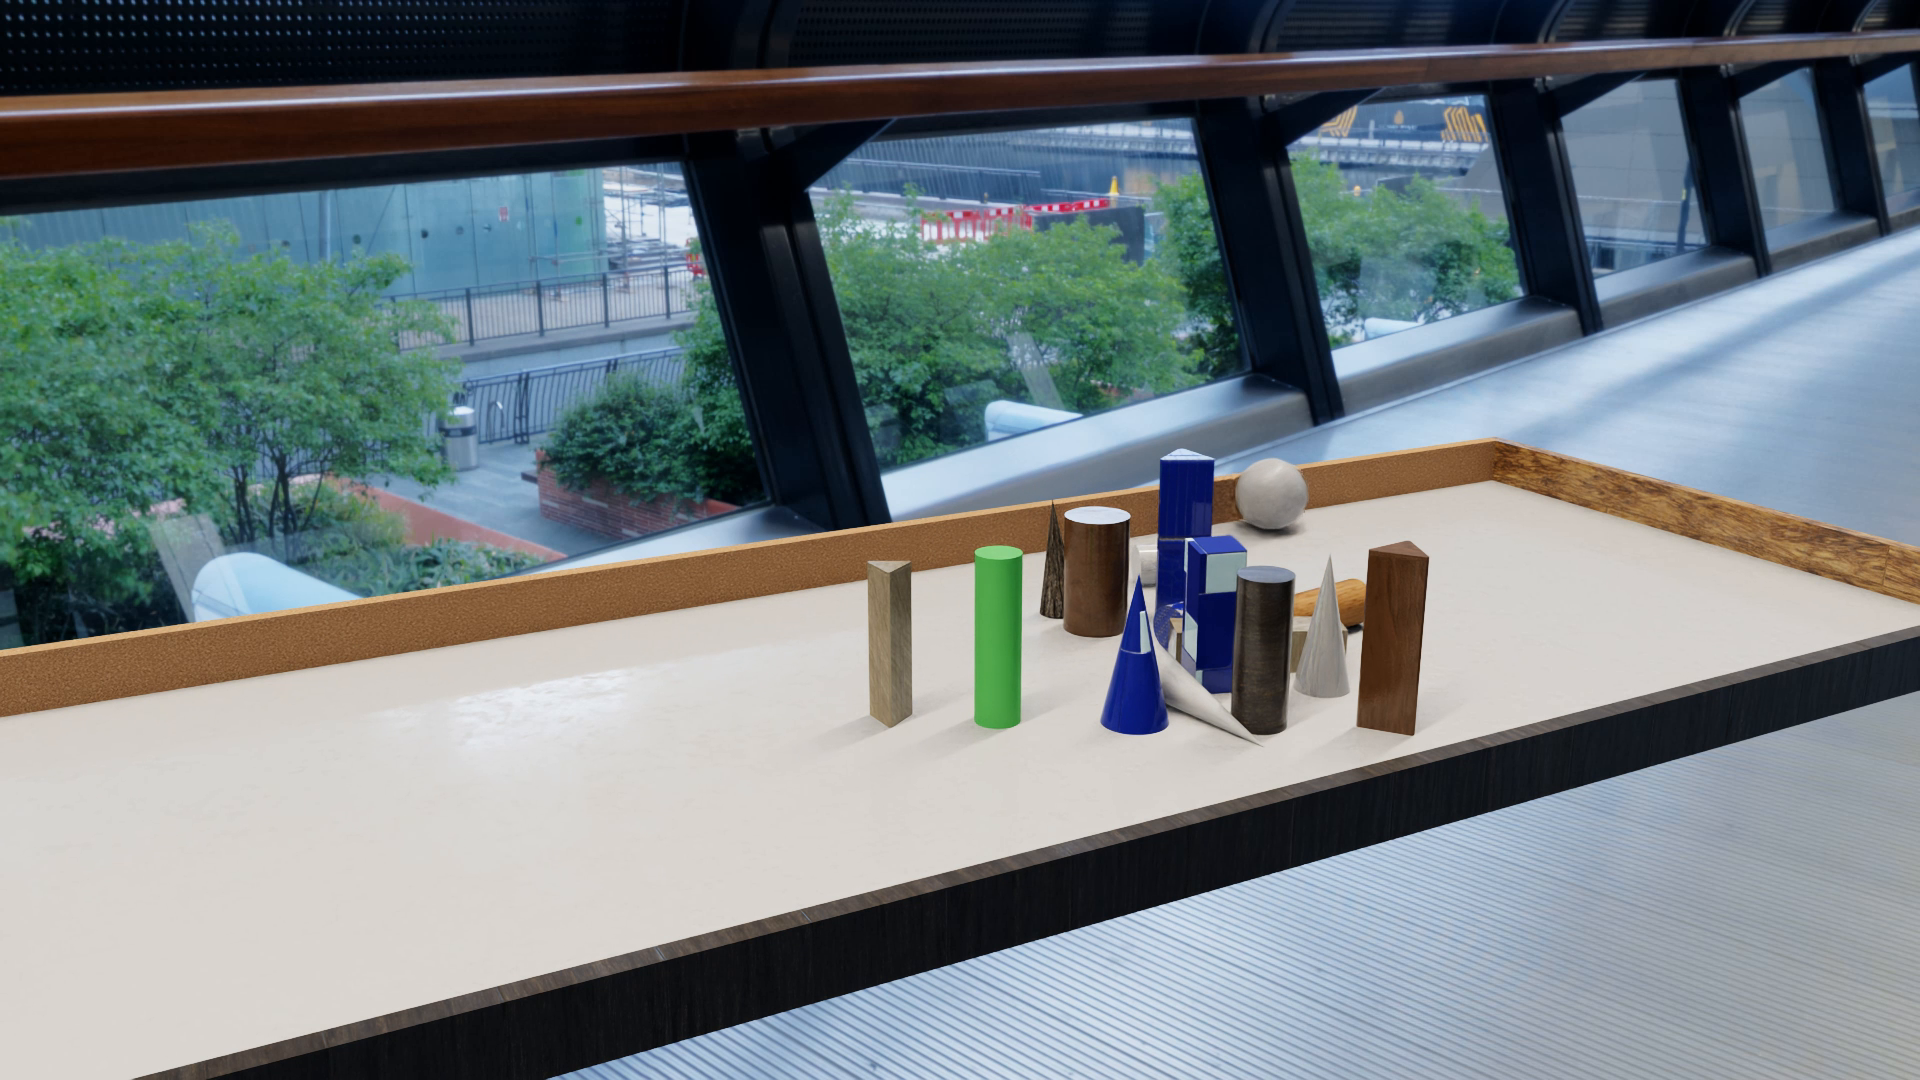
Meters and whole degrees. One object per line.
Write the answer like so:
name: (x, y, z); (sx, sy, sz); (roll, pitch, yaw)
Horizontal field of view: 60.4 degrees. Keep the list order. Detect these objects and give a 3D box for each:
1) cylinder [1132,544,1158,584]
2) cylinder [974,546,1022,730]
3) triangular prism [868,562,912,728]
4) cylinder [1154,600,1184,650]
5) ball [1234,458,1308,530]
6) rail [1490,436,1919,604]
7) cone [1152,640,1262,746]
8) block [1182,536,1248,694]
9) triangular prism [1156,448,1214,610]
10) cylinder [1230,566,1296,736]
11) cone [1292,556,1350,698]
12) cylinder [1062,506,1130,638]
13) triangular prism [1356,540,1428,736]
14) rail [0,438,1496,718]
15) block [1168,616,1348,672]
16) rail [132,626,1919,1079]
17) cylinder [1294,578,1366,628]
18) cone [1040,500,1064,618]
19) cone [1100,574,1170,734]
cylinder: (0.675, 0.068, 4.916); (0.309, 0.117, 0.117); (-2, 17, -8)
cylinder: (0.089, 0.227, 3.846); (0.110, 0.414, 0.110); (0, 16, 0)
triangular prism: (-0.152, 0.239, 3.867); (0.086, 0.381, 0.100); (-10, 19, -30)
cylinder: (0.673, 0.208, 4.423); (0.305, 0.126, 0.126); (-12, 20, -35)
ball: (1.028, -0.151, 5.451); (0.236, 0.236, 0.236); (0, 16, 0)
rail: (2.466, -0.048, 5.253); (0.050, 0.150, 2.100); (-9, 18, -27)
cone: (0.574, 0.391, 3.910); (0.131, 0.131, 0.441); (-11, 28, -32)
block: (0.623, 0.185, 4.060); (0.118, 0.368, 0.118); (-4, 19, -9)
triangular prism: (0.617, -0.018, 4.602); (0.146, 0.458, 0.126); (0, 16, -1)
cylinder: (0.702, 0.256, 3.828); (0.133, 0.370, 0.133); (0, 16, 0)
cone: (0.900, 0.199, 4.056); (0.141, 0.351, 0.141); (0, 16, 0)
cylinder: (0.371, 0.086, 4.495); (0.177, 0.319, 0.177); (0, 16, 0)
triangular prism: (1.014, 0.223, 3.830); (0.132, 0.432, 0.115); (8, 18, 25)
rail: (-3.305, 0.497, 3.399); (12.000, 0.150, 0.050); (-9, 18, -27)
block: (0.762, 0.270, 4.239); (0.436, 0.112, 0.112); (-1, 16, -2)
rail: (-2.336, 1.006, 1.665); (12.000, 0.150, 0.050); (-9, 18, -27)
cylinder: (0.967, 0.195, 4.468); (0.316, 0.126, 0.126); (-12, 20, -35)
cone: (0.268, 0.043, 4.613); (0.113, 0.328, 0.113); (-4, 15, 1)
cone: (0.412, 0.252, 3.845); (0.164, 0.368, 0.164); (0, 16, 0)
